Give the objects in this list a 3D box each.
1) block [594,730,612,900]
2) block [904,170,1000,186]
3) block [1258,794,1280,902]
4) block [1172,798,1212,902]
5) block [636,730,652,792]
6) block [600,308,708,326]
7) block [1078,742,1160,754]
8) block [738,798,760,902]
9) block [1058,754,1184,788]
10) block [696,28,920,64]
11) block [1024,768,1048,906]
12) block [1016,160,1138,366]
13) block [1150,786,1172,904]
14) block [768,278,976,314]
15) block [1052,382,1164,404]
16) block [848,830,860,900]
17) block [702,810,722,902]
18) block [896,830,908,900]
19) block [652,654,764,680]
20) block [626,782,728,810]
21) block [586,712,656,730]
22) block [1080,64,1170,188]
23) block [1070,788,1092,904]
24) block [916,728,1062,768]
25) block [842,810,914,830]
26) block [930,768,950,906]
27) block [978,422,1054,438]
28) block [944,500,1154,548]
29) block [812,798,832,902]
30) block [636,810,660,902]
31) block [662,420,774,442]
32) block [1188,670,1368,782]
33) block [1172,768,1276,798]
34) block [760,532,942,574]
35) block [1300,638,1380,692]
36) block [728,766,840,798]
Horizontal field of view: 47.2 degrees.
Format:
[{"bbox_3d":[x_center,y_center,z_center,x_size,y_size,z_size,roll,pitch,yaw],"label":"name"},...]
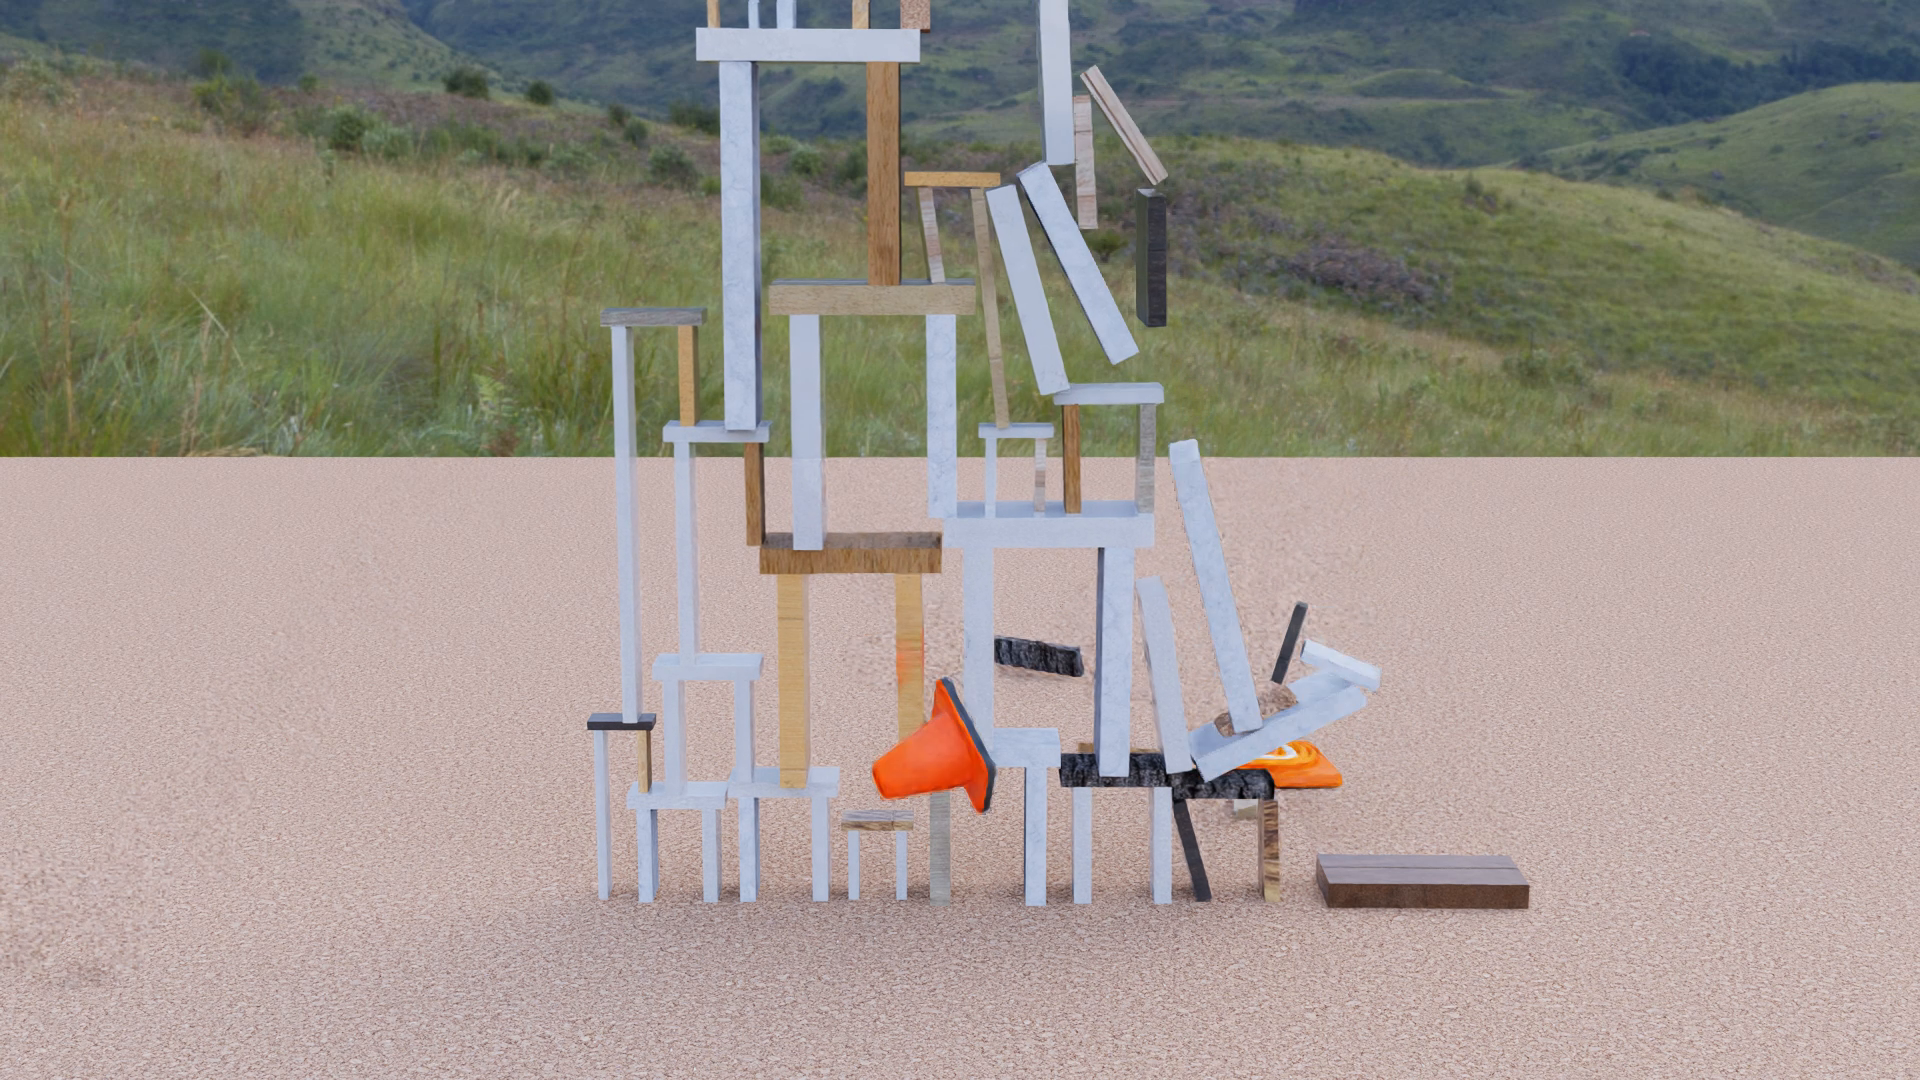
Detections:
[{"bbox_3d":[-0.591,0.448,3.642,0.015,0.289,0.053,0,11,0],"label":"block"},{"bbox_3d":[-0.012,-0.568,3.458,0.149,0.021,0.075,0,11,-1],"label":"block"},{"bbox_3d":[0.513,0.504,3.657,0.024,0.172,0.086,-2,10,1],"label":"block"},{"bbox_3d":[0.382,0.505,3.657,0.024,0.172,0.086,-16,10,4],"label":"block"},{"bbox_3d":[-0.520,0.358,3.625,0.015,0.106,0.053,0,10,0],"label":"block"},{"bbox_3d":[-0.485,-0.355,3.493,0.159,0.023,0.080,0,11,0],"label":"block"},{"bbox_3d":[0.286,0.380,3.947,0.136,0.019,0.068,7,-5,-13],"label":"block"},{"bbox_3d":[-0.350,0.501,3.658,0.025,0.179,0.090,0,11,0],"label":"block"},{"bbox_3d":[0.264,0.380,3.632,0.199,0.028,0.099,0,11,0],"label":"block"},{"bbox_3d":[-0.231,-0.766,3.415,0.338,0.048,0.169,0,11,-1],"label":"block"},{"bbox_3d":[0.125,0.474,3.649,0.033,0.236,0.118,0,11,0],"label":"block"},{"bbox_3d":[0.184,-0.440,3.482,0.046,0.327,0.163,-27,10,4],"label":"block"},{"bbox_3d":[0.332,0.492,3.653,0.028,0.199,0.099,-1,11,0],"label":"block"},{"bbox_3d":[-0.136,-0.387,3.487,0.320,0.045,0.160,0,11,-1],"label":"block"},{"bbox_3d":[0.235,-0.235,3.519,0.174,0.025,0.087,-1,11,0],"label":"block"},{"bbox_3d":[-0.176,0.531,3.659,0.017,0.119,0.059,0,11,0],"label":"block"},{"bbox_3d":[-0.411,0.512,3.651,0.023,0.160,0.080,0,11,0],"label":"block"},{"bbox_3d":[-0.097,0.531,3.659,0.017,0.119,0.059,0,11,0],"label":"block"},{"bbox_3d":[-0.411,0.207,3.596,0.173,0.024,0.086,0,11,0],"label":"block"},{"bbox_3d":[-0.465,0.422,3.635,0.160,0.023,0.080,0,11,0],"label":"block"},{"bbox_3d":[-0.555,0.298,3.614,0.106,0.015,0.053,0,11,0],"label":"block"},{"bbox_3d":[0.257,-0.645,3.435,0.029,0.203,0.102,-34,4,8],"label":"block"},{"bbox_3d":[0.201,0.492,3.653,0.028,0.199,0.099,-1,11,0],"label":"block"},{"bbox_3d":[0.045,0.342,3.624,0.236,0.033,0.118,0,11,0],"label":"block"},{"bbox_3d":[-0.136,0.465,3.646,0.119,0.017,0.059,0,11,0],"label":"block"},{"bbox_3d":[-0.032,0.474,3.648,0.033,0.236,0.118,0,11,0],"label":"block"},{"bbox_3d":[0.090,-0.177,3.534,0.119,0.017,0.059,0,11,0],"label":"block"},{"bbox_3d":[0.141,-0.027,3.555,0.334,0.047,0.167,0,11,0],"label":"block"},{"bbox_3d":[-0.230,0.501,3.657,0.025,0.179,0.090,0,11,0],"label":"block"},{"bbox_3d":[-0.518,0.512,3.651,0.023,0.160,0.080,0,11,0],"label":"block"},{"bbox_3d":[-0.386,-0.174,3.521,0.167,0.024,0.084,0,11,0],"label":"block"},{"bbox_3d":[0.523,0.303,3.682,0.295,0.042,0.148,-26,11,1],"label":"block"},{"bbox_3d":[0.431,0.405,3.654,0.172,0.024,0.086,0,11,0],"label":"block"},{"bbox_3d":[-0.175,0.020,3.567,0.289,0.041,0.144,0,11,0],"label":"block"},{"bbox_3d":[0.627,0.206,3.623,0.133,0.019,0.067,23,17,4],"label":"block"},{"bbox_3d":[-0.290,0.401,3.639,0.179,0.025,0.090,0,11,0],"label":"block"}]
